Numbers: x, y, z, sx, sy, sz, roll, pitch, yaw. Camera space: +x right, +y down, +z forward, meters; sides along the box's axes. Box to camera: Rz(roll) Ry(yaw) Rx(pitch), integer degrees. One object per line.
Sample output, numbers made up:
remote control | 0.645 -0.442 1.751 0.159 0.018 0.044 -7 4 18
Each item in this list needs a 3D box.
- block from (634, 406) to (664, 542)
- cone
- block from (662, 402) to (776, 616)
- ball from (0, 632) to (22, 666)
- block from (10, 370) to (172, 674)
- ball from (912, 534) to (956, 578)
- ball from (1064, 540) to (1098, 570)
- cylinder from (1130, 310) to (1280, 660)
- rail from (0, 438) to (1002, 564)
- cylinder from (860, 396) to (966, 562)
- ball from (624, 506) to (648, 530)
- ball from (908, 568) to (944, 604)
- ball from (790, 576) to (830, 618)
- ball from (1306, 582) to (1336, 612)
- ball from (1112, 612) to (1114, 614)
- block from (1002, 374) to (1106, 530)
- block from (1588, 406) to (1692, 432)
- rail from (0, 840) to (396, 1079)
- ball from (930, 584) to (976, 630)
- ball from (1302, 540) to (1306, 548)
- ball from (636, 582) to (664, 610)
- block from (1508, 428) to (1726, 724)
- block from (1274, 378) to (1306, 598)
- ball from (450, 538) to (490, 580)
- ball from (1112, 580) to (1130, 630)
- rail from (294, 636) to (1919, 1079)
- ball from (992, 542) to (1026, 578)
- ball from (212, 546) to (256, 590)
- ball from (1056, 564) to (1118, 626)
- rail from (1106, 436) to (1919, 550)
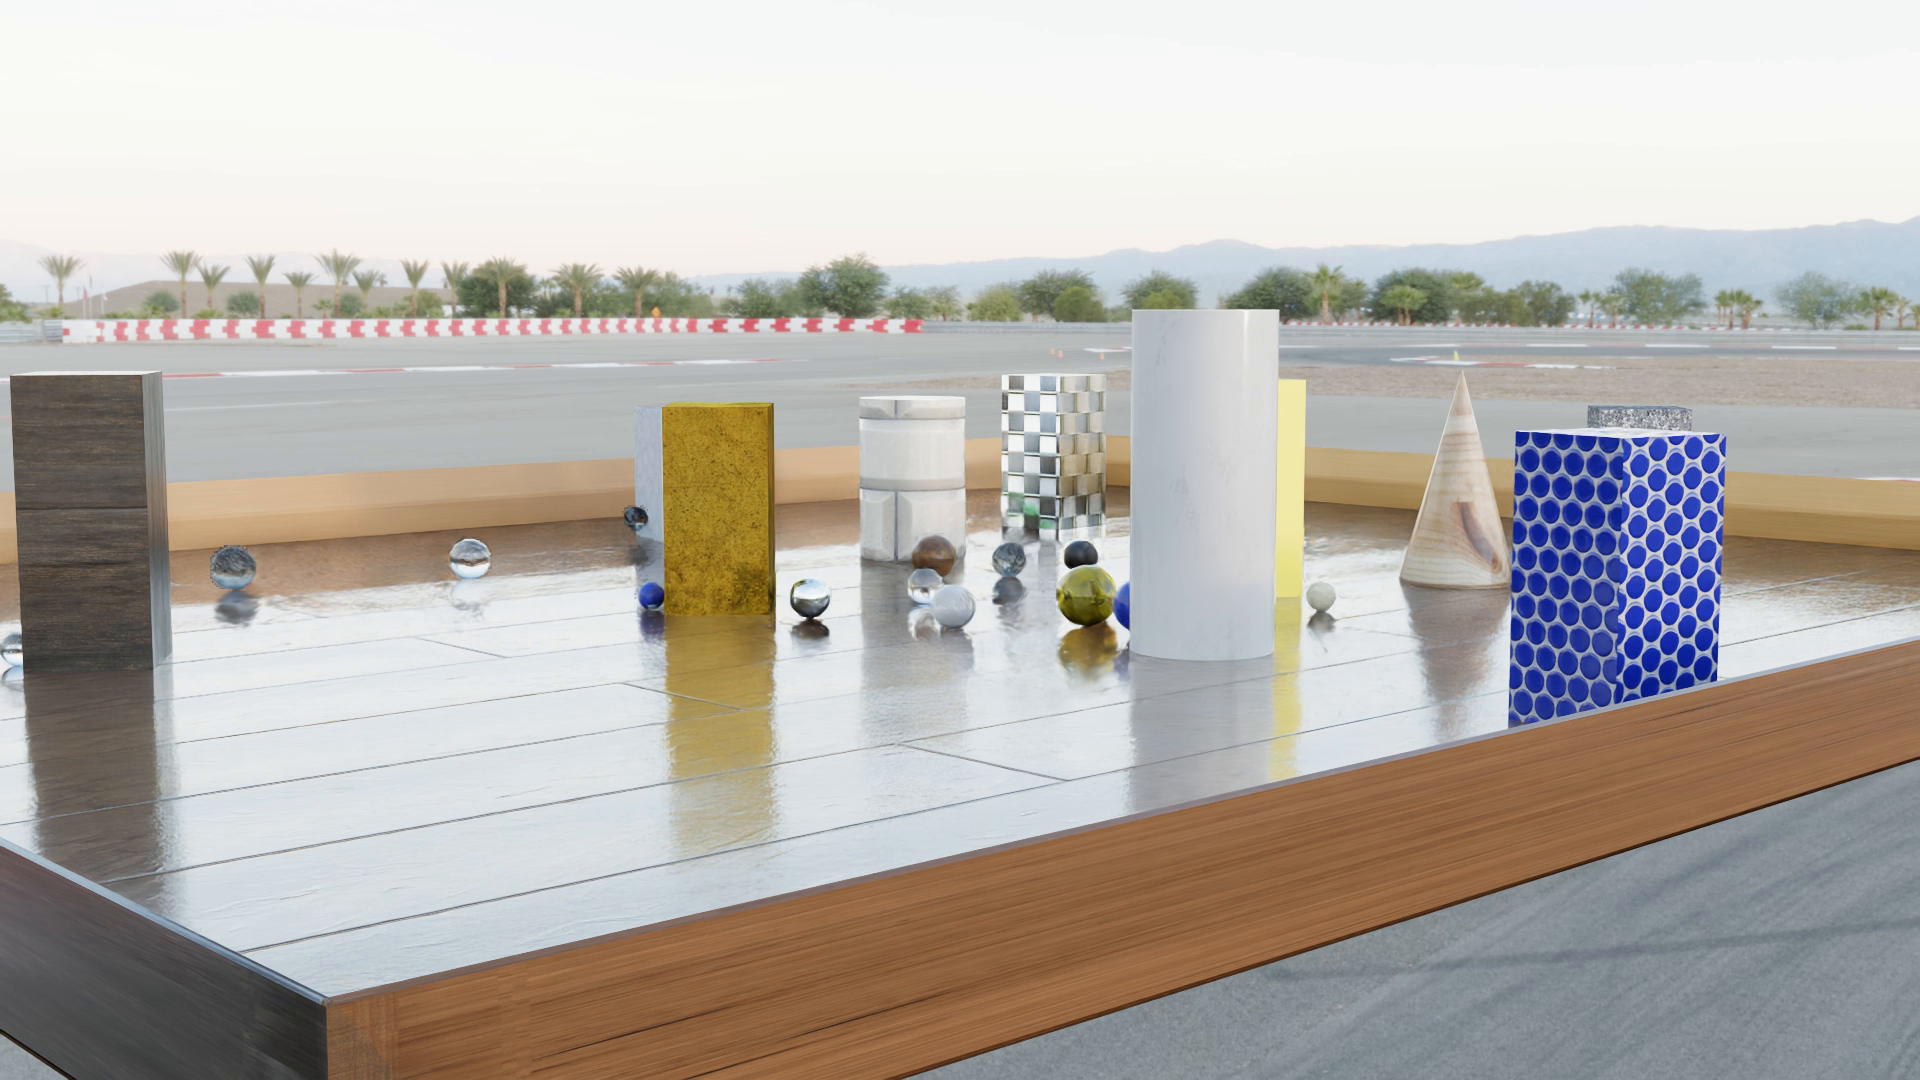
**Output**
block | -0.535 -0.132 4.280 0.151 0.251 0.151 -3 7 -28
cone | 0.812 -0.105 3.572 0.189 0.346 0.189 0 6 0
block | -0.354 -0.049 3.251 0.151 0.302 0.151 0 6 -1
ball | -1.177 0.136 2.747 0.041 0.041 0.041 0 6 0
block | -1.084 -0.027 2.753 0.151 0.364 0.151 -1 6 -11
ball | -0.043 0.028 3.617 0.074 0.074 0.074 0 6 0
ball | 0.203 0.028 3.685 0.058 0.058 0.058 0 6 0
cylinder | 0.316 -0.077 2.856 0.189 0.442 0.189 0 6 0
rail | -1.004 -0.082 4.414 3.576 0.123 0.045 -6 8 -42
cylinder | -0.085 -0.113 3.947 0.189 0.284 0.189 0 6 0
ball | -0.628 -0.042 4.253 0.047 0.047 0.047 0 6 0
ball | -0.052 0.069 3.312 0.055 0.055 0.055 0 6 0
ball | -0.216 0.083 3.161 0.060 0.060 0.060 0 6 0
ball | 0.532 0.083 3.237 0.044 0.044 0.044 0 6 0
ball | 0.198 0.087 3.143 0.056 0.056 0.056 0 6 0
block | 0.192 -0.183 4.498 0.151 0.308 0.151 5 8 41
block | 1.175 -0.094 3.821 0.151 0.272 0.151 1 6 8
rail | -1.297 0.158 2.142 0.045 0.123 3.008 -6 8 -42
ball | -0.009 0.093 3.054 0.063 0.063 0.063 0 6 0
ball | 0.605 0.003 3.994 0.043 0.043 0.043 0 6 0
ball | -0.457 0.083 3.253 0.041 0.041 0.041 0 6 0
block | 0.699 0.041 2.347 0.151 0.313 0.151 -4 7 -30
block | 0.429 -0.083 3.427 0.151 0.334 0.151 -3 7 -27
ball | -0.805 0.032 3.613 0.067 0.067 0.067 0 6 0
ball | 0.245 0.089 2.988 0.075 0.075 0.075 0 6 0
rail | 1.004 0.146 2.250 3.576 0.123 0.045 -6 8 -42
ball | 0.081 0.033 3.646 0.057 0.057 0.057 0 6 0
ball | -1.149 0.045 3.479 0.068 0.068 0.068 0 6 0
ball | 0.178 0.078 3.076 0.086 0.086 0.086 0 6 0
rail | 1.297 -0.094 4.522 0.045 0.123 3.008 -6 8 -42
